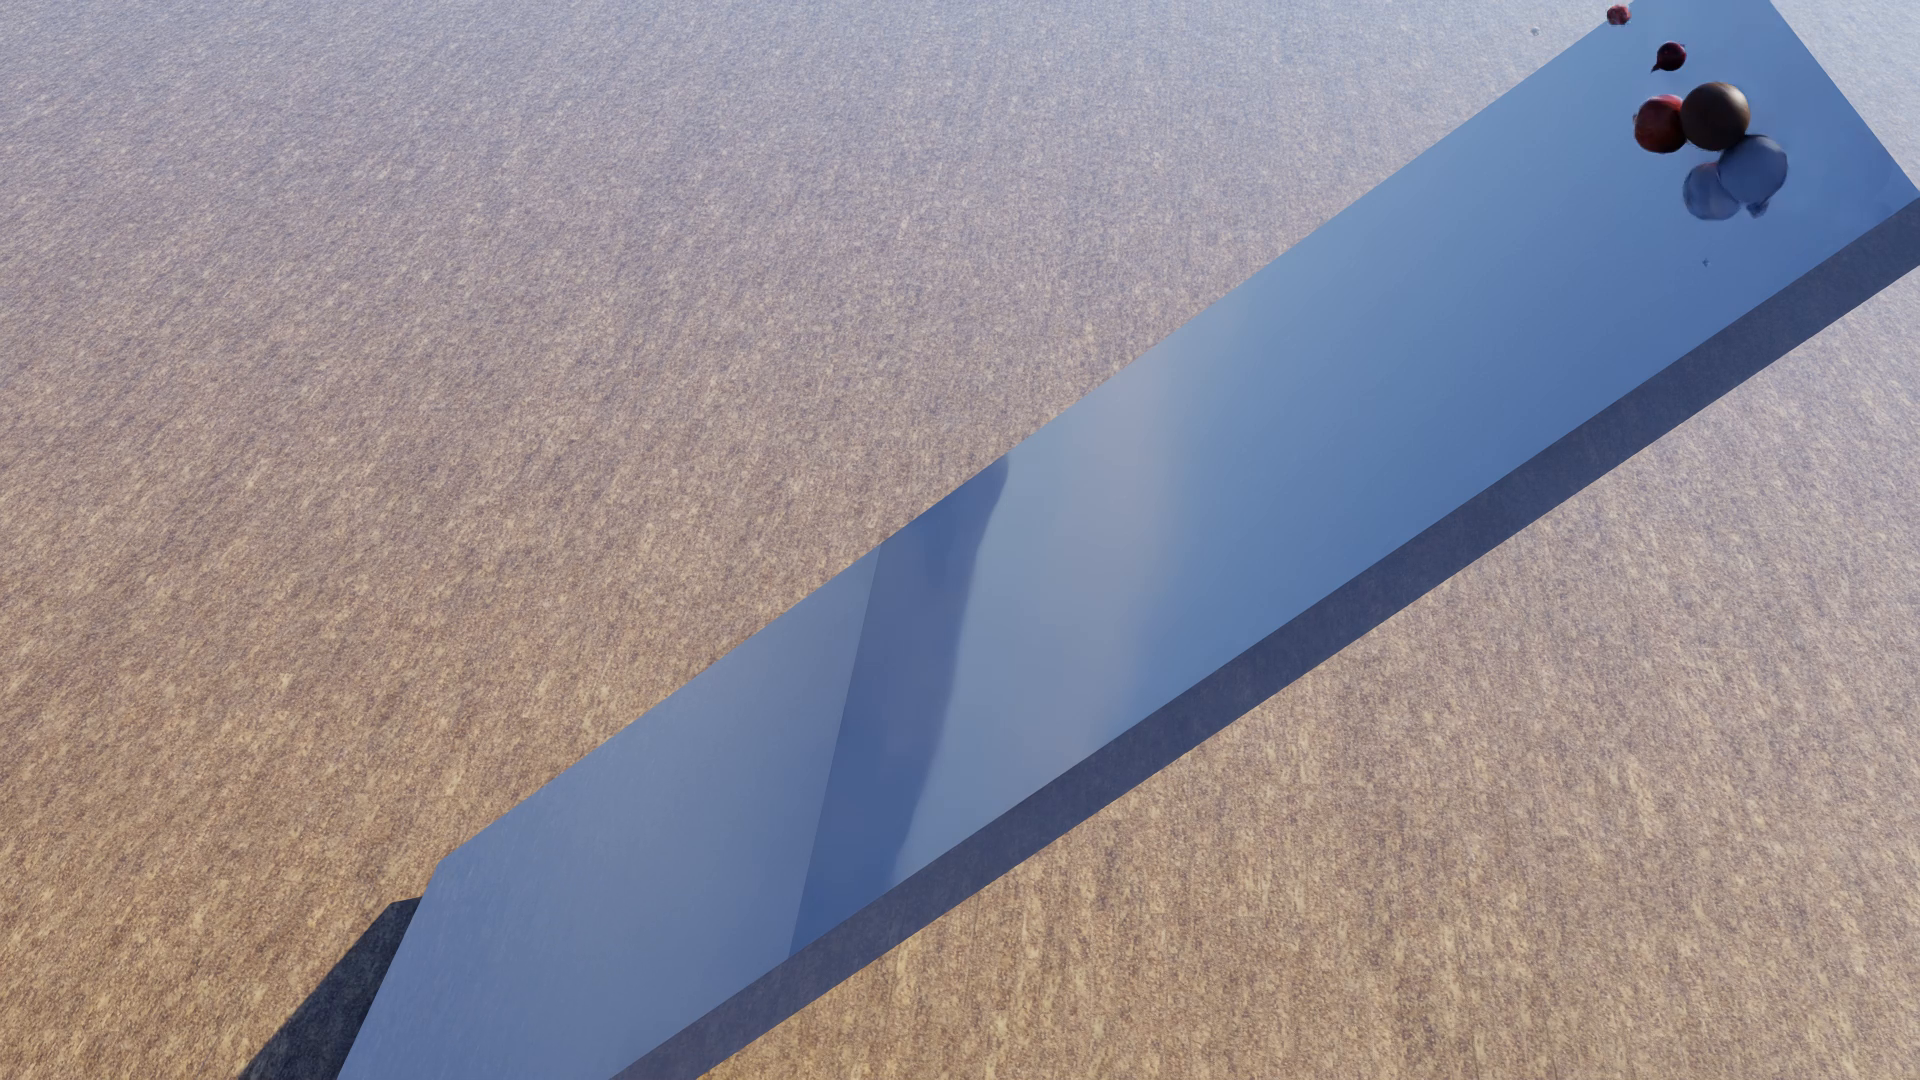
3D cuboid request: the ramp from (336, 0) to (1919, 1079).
[{"bbox_3d":[0.123,0.184,6.336,4.000,0.100,2.000,-36,16,18],"label":"ramp"}]
